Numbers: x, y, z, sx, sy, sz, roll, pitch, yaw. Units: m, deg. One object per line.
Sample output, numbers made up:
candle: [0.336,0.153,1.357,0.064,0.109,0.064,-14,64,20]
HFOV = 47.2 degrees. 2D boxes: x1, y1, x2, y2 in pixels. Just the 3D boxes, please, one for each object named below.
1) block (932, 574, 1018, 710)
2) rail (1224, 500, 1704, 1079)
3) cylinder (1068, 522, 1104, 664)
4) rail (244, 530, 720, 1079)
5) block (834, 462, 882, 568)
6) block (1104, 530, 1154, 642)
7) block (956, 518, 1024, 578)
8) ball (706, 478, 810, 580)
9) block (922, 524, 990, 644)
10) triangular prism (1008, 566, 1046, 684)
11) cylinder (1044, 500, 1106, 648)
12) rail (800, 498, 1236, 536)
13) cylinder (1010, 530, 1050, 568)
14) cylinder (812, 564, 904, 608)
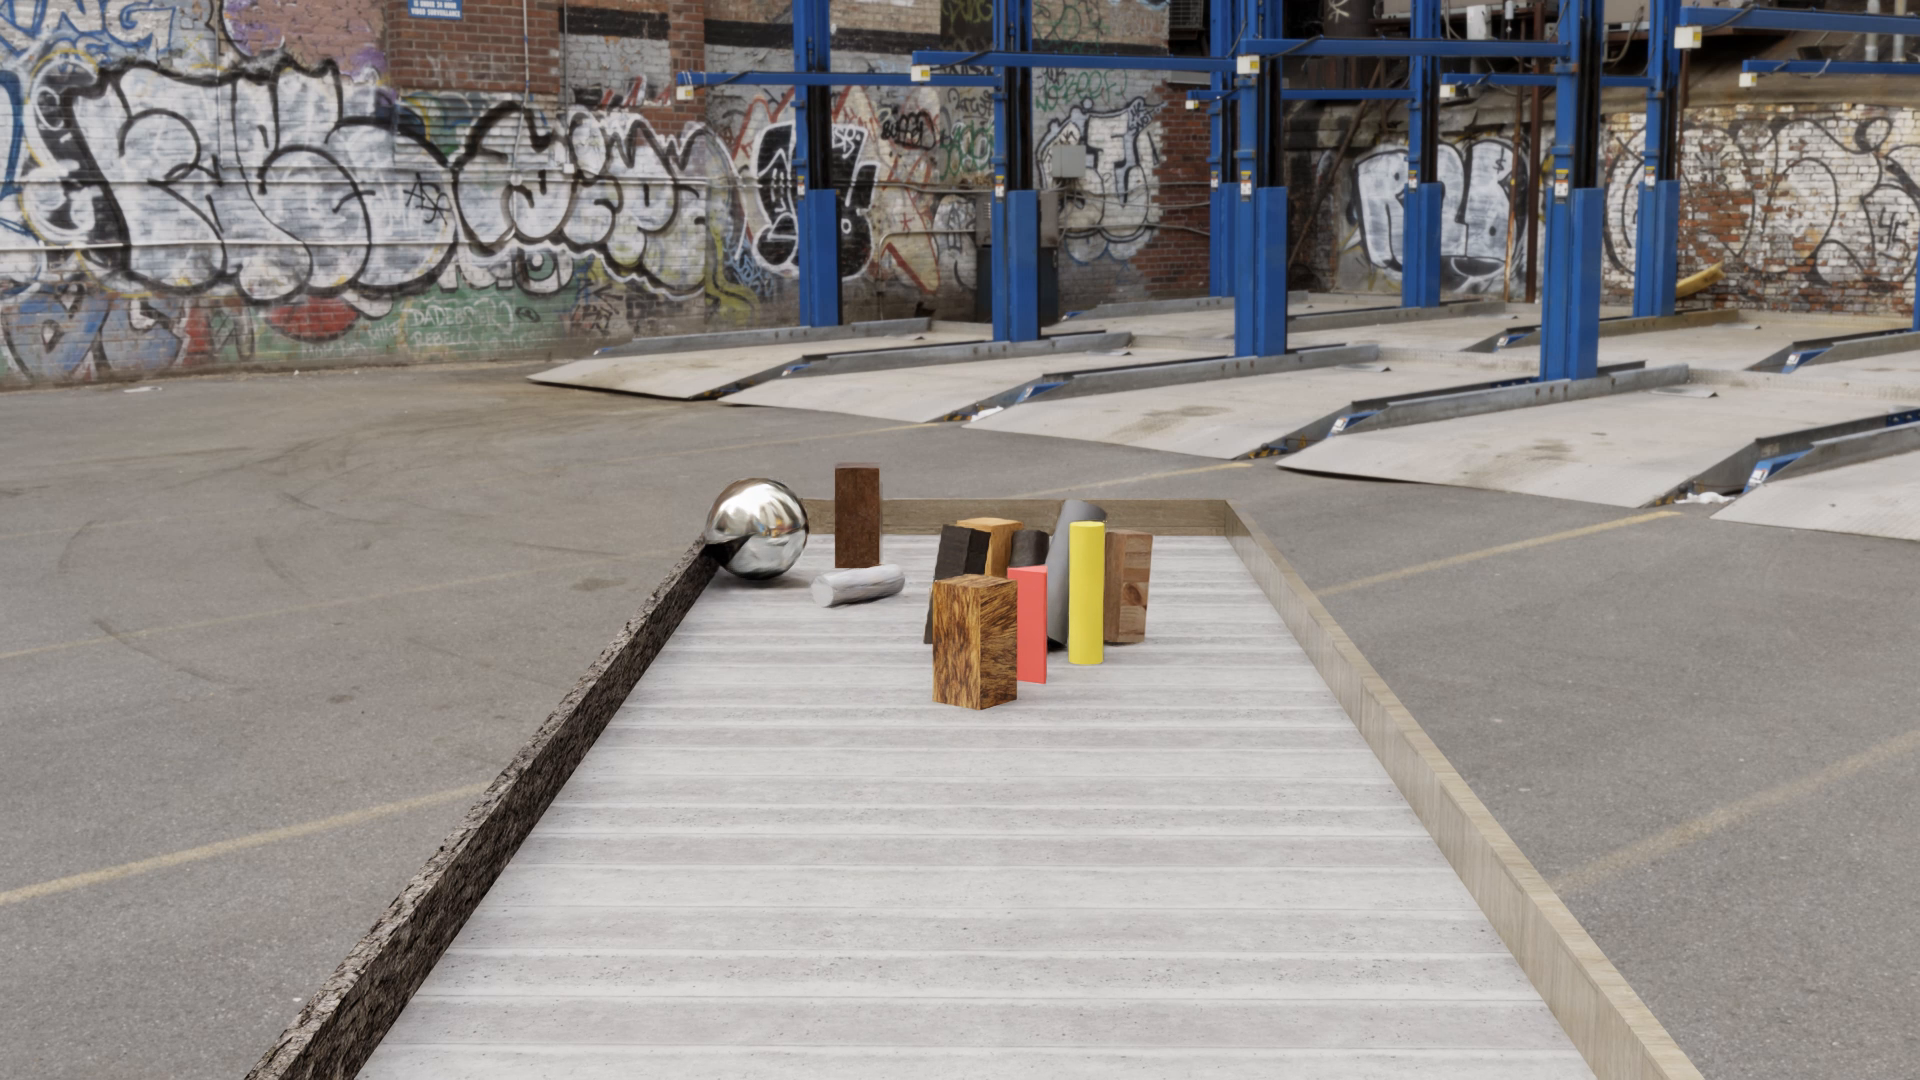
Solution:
block: [0.042,0.282,6.142,0.168,0.341,0.168,7,11,38]
rail: [1.046,0.843,3.208,0.050,0.150,12.000,0,9,1]
cylinder: [0.383,0.160,6.655,0.105,0.421,0.105,0,9,0]
rail: [-1.004,0.839,3.234,0.050,0.150,12.000,0,9,1]
block: [-0.385,-0.095,8.388,0.168,0.382,0.168,0,9,1]
block: [0.511,0.146,6.961,0.122,0.342,0.122,0,7,-43]
block: [0.094,0.117,7.115,0.153,0.357,0.153,8,11,42]
ball: [-0.736,-0.040,7.979,0.375,0.375,0.375,0,9,0]
block: [-0.009,0.149,6.828,0.108,0.373,0.108,8,-3,36]
triangular prism: [0.222,0.243,6.432,0.129,0.327,0.112,6,11,33]
cylinder: [0.328,0.105,6.880,0.141,0.446,0.141,17,-13,4]
rail: [0.099,-0.098,9.147,2.100,0.150,0.050,0,9,1]
cylinder: [0.212,0.141,6.996,0.120,0.331,0.120,5,-14,1]
cylinder: [-0.353,0.157,7.659,0.109,0.109,0.346,8,12,43]
